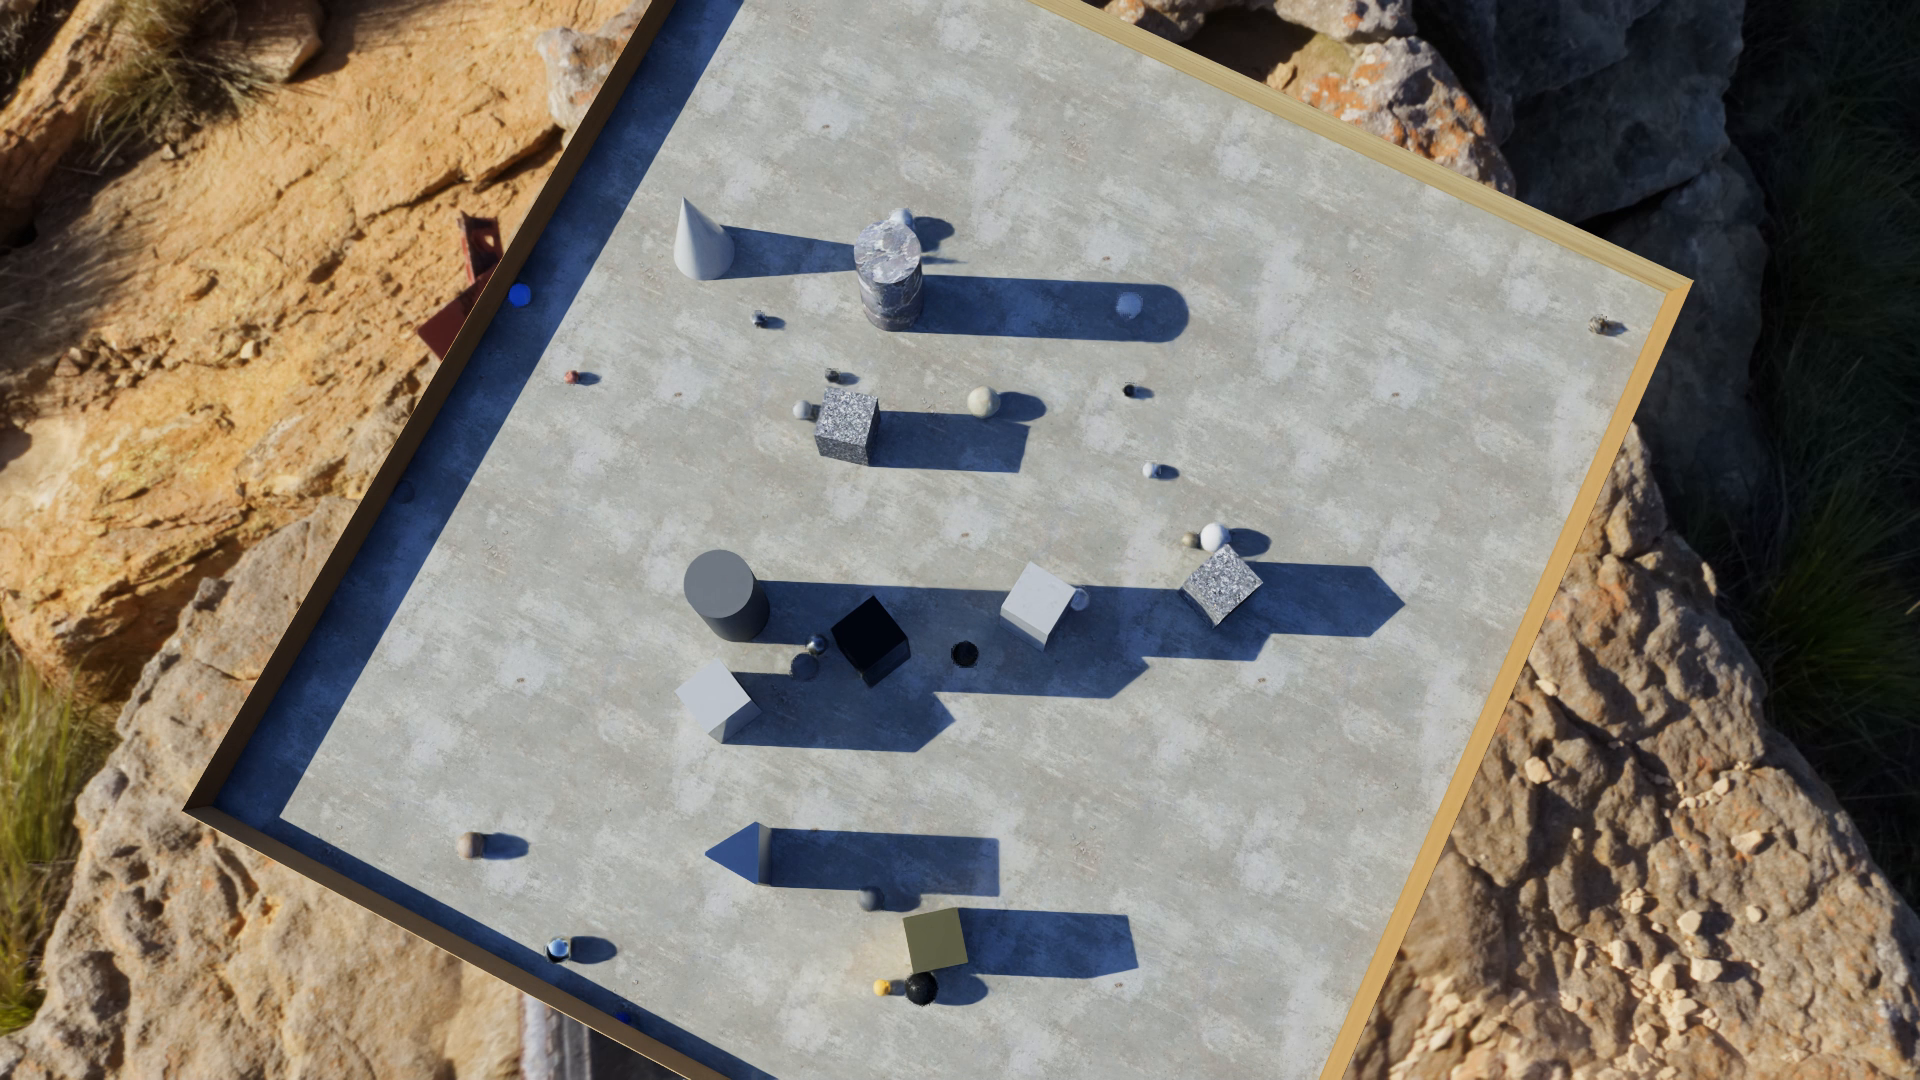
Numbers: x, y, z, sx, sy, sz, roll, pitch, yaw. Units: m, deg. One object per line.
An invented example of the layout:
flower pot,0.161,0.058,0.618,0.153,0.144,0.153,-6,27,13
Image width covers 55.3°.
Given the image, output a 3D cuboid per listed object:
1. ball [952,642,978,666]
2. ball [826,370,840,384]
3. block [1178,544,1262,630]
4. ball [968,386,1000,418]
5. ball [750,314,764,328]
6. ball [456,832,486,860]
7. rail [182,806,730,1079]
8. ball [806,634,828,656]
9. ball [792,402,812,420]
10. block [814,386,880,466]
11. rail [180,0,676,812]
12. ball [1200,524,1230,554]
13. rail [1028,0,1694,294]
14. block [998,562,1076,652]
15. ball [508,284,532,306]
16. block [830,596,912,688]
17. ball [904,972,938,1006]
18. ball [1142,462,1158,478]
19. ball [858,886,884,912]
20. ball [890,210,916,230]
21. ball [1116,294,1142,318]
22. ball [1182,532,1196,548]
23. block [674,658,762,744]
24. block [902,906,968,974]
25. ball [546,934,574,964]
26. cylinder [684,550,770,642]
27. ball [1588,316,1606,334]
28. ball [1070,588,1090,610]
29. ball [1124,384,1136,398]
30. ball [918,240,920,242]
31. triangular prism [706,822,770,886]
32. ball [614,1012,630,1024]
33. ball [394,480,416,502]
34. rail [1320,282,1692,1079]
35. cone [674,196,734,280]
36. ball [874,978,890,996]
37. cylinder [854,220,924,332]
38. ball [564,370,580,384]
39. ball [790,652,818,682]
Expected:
ball,0.017,0.342,5.507,0.076,0.076,0.076,0,78,0
ball,-0.397,-0.509,5.700,0.043,0.043,0.043,0,78,0
block,0.772,0.142,5.457,0.156,0.255,0.156,-41,81,-8
ball,0.075,-0.426,5.655,0.098,0.098,0.098,0,78,0
ball,-0.634,-0.688,5.736,0.045,0.045,0.045,0,78,0
ball,-1.438,0.898,5.389,0.082,0.082,0.082,0,78,0
rail,-0.767,1.509,5.239,3.326,0.127,0.045,26,80,5
ball,-0.430,0.315,5.518,0.066,0.066,0.066,0,78,0
ball,-0.487,-0.400,5.669,0.060,0.060,0.060,0,78,0
block,-0.339,-0.343,5.560,0.156,0.249,0.156,13,79,3
rail,-1.466,-0.711,5.698,0.045,0.127,3.477,26,80,5
ball,0.775,-0.005,5.571,0.091,0.091,0.091,0,78,0
rail,0.767,-1.495,5.860,3.326,0.127,0.045,26,80,5
block,0.226,0.200,5.400,0.156,0.343,0.156,31,80,6
ball,-1.379,-0.767,5.738,0.073,0.073,0.073,0,78,0
block,-0.257,0.302,5.356,0.156,0.387,0.156,-38,81,-7
ball,-0.111,1.296,5.299,0.097,0.097,0.097,0,78,0
ball,0.585,-0.216,5.636,0.048,0.048,0.048,0,78,0
ball,-0.258,1.049,5.361,0.075,0.075,0.075,0,78,0
ball,-0.184,-0.999,5.780,0.084,0.084,0.084,0,78,0
ball,0.528,-0.730,5.728,0.077,0.077,0.077,0,78,0
ball,0.699,0.000,5.593,0.047,0.047,0.047,0,78,0
block,-0.703,0.473,5.359,0.156,0.312,0.156,-38,81,-7
block,-0.069,1.143,5.243,0.156,0.269,0.156,-11,79,-2
ball,-1.165,1.189,5.329,0.081,0.081,0.081,0,78,0
cylinder,-0.675,0.168,5.347,0.195,0.459,0.195,0,78,0
ball,1.992,-0.673,5.729,0.052,0.052,0.052,0,78,0
ball,0.357,0.180,5.545,0.067,0.067,0.067,0,78,0
ball,0.528,-0.463,5.691,0.041,0.041,0.041,0,78,0
ball,-0.152,-0.940,5.787,0.048,0.048,0.048,0,78,0
triangular prism,-0.598,0.882,5.250,0.169,0.361,0.146,29,80,6
ball,-0.979,1.388,5.306,0.045,0.045,0.045,0,78,0
ball,-1.702,-0.148,5.614,0.066,0.066,0.066,0,78,0
rail,1.466,0.725,5.401,0.045,0.127,3.477,26,80,5
cone,-0.810,-0.960,5.583,0.195,0.455,0.195,0,78,0
ball,-0.225,1.300,5.323,0.049,0.049,0.049,0,78,0
cylinder,-0.211,-0.794,5.552,0.195,0.448,0.195,0,78,0
ball,-1.207,-0.509,5.700,0.043,0.043,0.043,0,78,0
ball,-0.466,0.380,5.494,0.086,0.086,0.086,0,78,0
